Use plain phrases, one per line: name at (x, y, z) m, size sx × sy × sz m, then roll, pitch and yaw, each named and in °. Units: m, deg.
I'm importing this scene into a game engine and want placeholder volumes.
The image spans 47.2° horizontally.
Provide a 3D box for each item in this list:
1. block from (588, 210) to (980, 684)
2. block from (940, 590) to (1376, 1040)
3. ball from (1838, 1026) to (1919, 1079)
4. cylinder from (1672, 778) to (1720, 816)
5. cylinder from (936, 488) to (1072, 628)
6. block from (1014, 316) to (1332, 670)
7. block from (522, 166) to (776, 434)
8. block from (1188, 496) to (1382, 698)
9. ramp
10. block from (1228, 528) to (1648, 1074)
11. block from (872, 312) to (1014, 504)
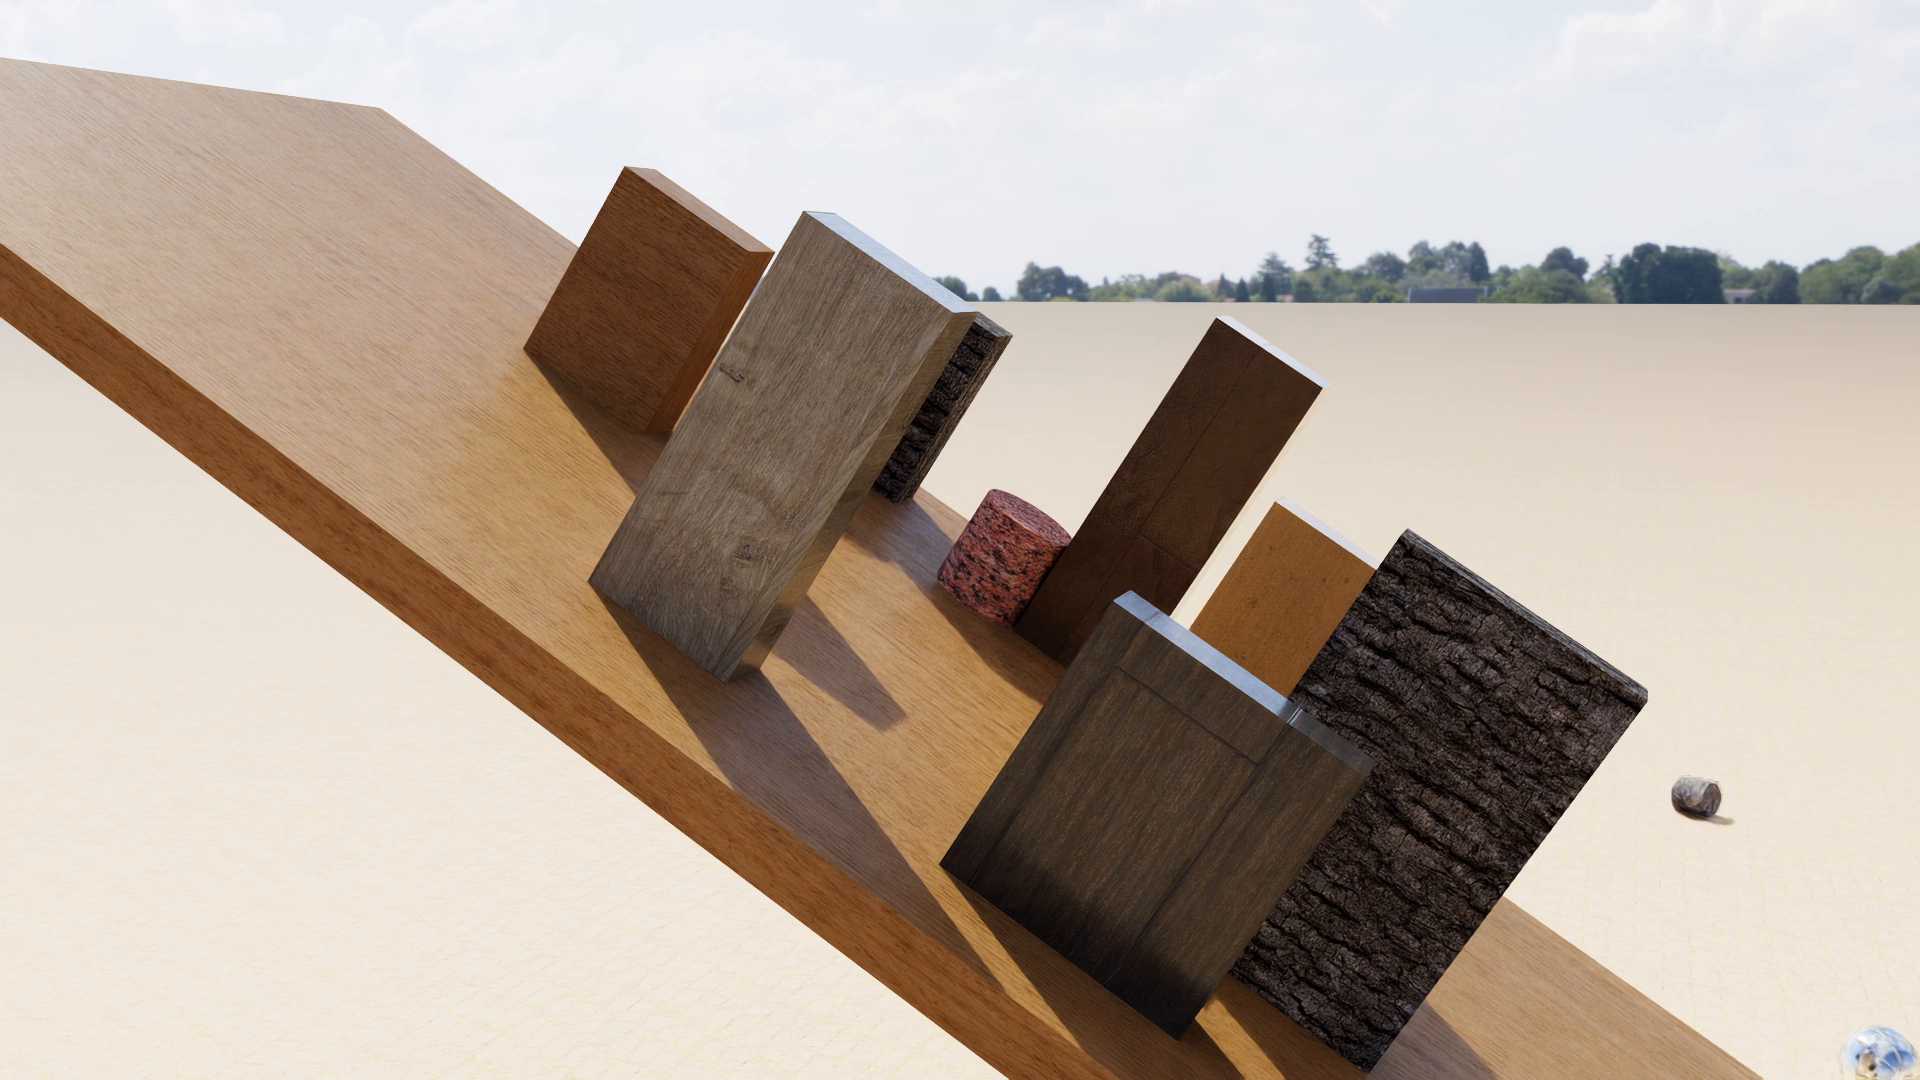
block at (-0.281, -0.144, 3.449) m, size 0.282 × 0.690 × 0.138 m, roll 35°, pitch 15°, yaw 10°
block at (0.286, 0.404, 3.244) m, size 0.436 × 0.488 × 0.115 m, roll 35°, pitch 15°, yaw 10°
ball at (2.057, 1.174, 4.924) m, size 0.169 × 0.169 × 0.169 m, roll 0°, pitch 7°, yaw 0°
cylinder at (2.526, 0.882, 7.549) m, size 0.118 × 0.118 × 0.118 m, roll -6°, pitch 8°, yaw -40°
cylinder at (0.093, 0.038, 4.561) m, size 0.207 × 0.207 × 0.207 m, roll 30°, pitch 15°, yaw -9°
block at (0.429, -0.063, 4.468) m, size 0.252 × 0.765 × 0.144 m, roll 35°, pitch 15°, yaw 10°
block at (-0.614, -0.472, 4.339) m, size 0.305 × 0.422 × 0.140 m, roll 35°, pitch 15°, yaw 10°
block at (0.593, 0.293, 3.989) m, size 0.434 × 0.601 × 0.102 m, roll 35°, pitch 15°, yaw 10°
ramp at (-0.135, 0.226, 4.103) m, size 4.000 × 0.100 × 2.000 m, roll 35°, pitch 15°, yaw 10°
block at (0.679, 0.416, 3.491) m, size 0.442 × 0.746 × 0.100 m, roll 35°, pitch 15°, yaw 10°
block at (-0.165, -0.372, 4.892) m, size 0.374 × 0.439 × 0.134 m, roll 35°, pitch 15°, yaw 10°
